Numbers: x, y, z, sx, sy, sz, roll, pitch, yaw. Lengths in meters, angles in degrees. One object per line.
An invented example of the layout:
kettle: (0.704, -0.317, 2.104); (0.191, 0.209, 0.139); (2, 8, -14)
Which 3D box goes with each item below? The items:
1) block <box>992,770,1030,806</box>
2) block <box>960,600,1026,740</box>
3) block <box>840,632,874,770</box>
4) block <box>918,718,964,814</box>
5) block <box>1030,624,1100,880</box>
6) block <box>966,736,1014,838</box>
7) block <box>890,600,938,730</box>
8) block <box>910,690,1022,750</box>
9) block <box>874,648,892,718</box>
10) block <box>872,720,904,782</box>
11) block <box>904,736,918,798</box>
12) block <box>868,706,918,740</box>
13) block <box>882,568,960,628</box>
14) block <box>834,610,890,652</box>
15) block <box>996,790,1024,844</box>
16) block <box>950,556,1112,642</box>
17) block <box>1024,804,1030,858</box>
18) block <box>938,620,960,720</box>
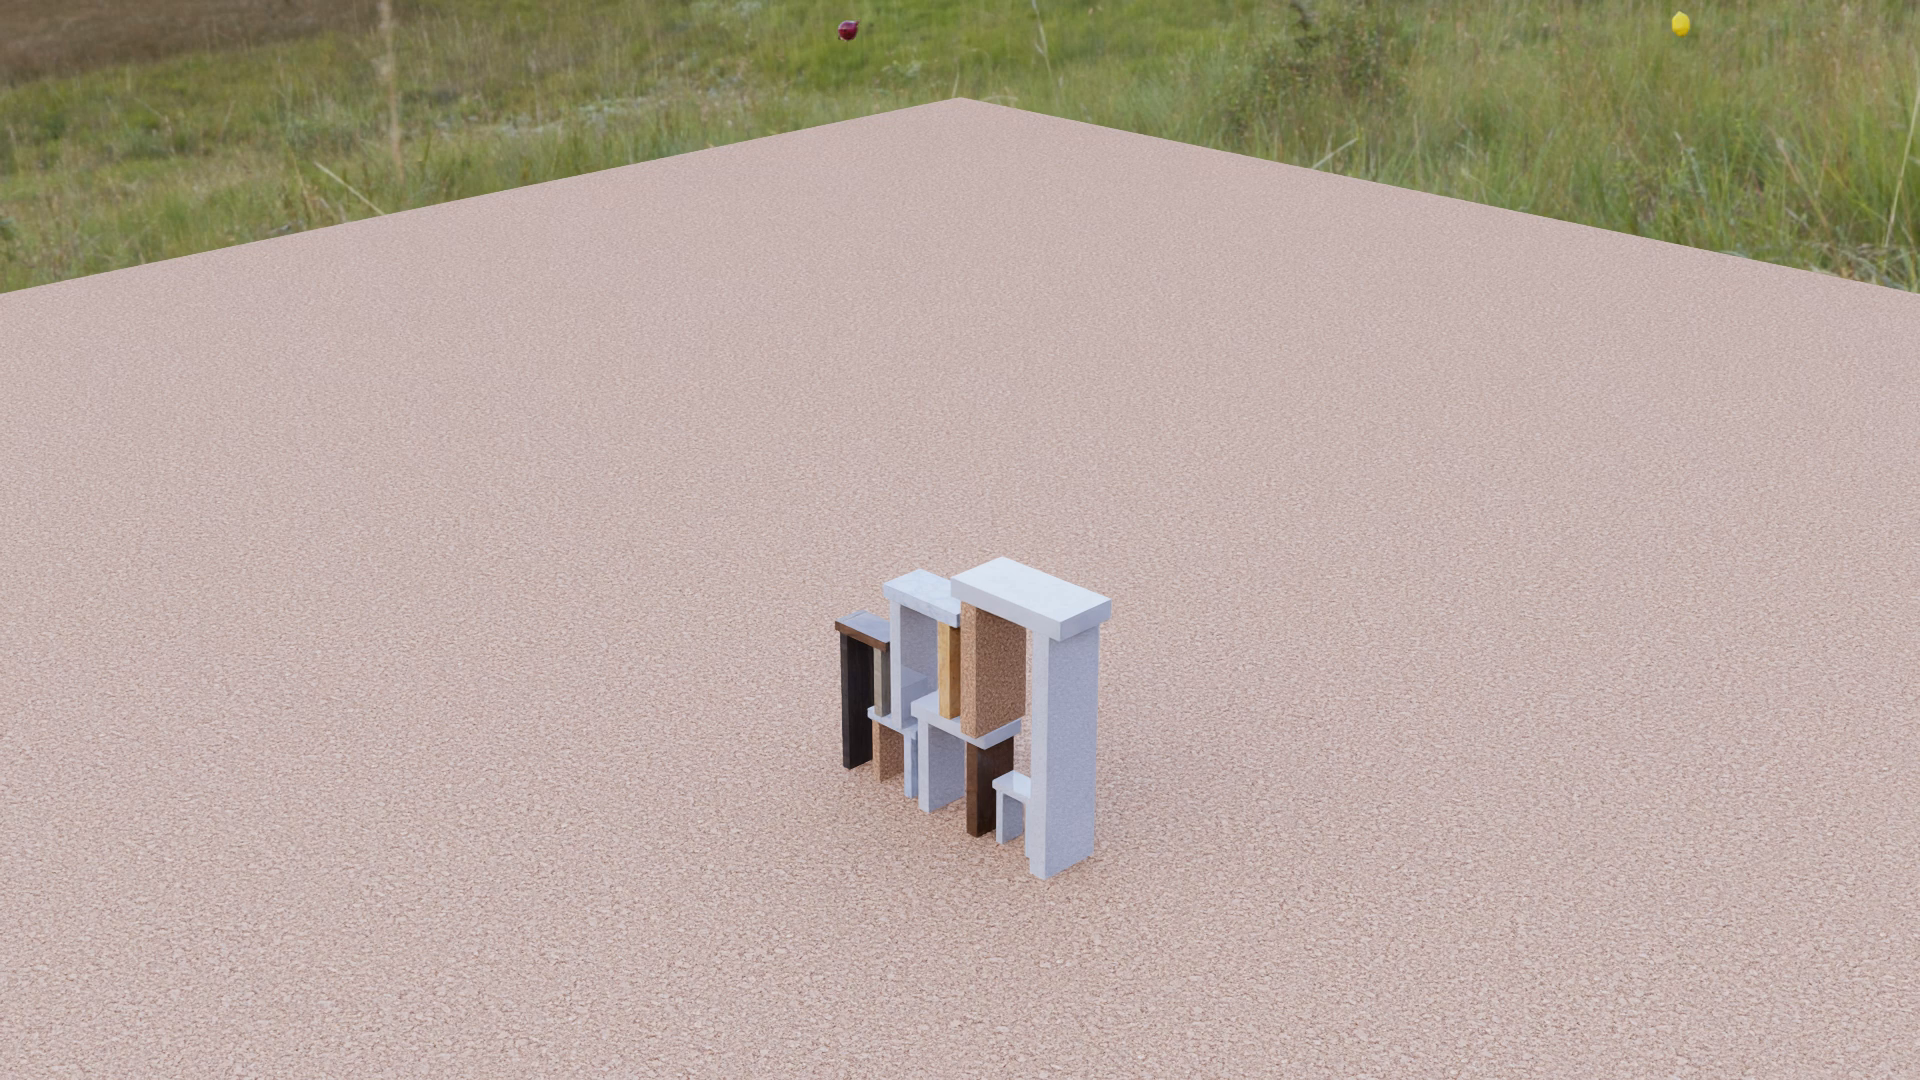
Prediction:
block: (0.126, 0.487, 4.293); (0.117, 0.017, 0.058); (21, 31, 41)
block: (0.065, 0.231, 4.255); (0.040, 0.282, 0.141); (21, 31, 41)
block: (-0.212, 0.325, 4.593); (0.022, 0.313, 0.076); (21, 31, 41)
block: (-0.037, 0.441, 4.458); (0.029, 0.206, 0.103); (21, 31, 41)
block: (0.198, 0.391, 4.178); (0.040, 0.517, 0.141); (21, 31, 41)
block: (0.060, 0.479, 4.369); (0.029, 0.206, 0.103); (21, 31, 41)
block: (-0.092, 0.237, 4.431); (0.103, 0.280, 0.029); (-21, 31, -41)
block: (0.011, 0.352, 4.367); (0.206, 0.029, 0.103); (21, 31, 41)
block: (-0.140, 0.279, 4.495); (0.022, 0.152, 0.076); (21, 31, 41)
block: (-0.149, 0.427, 4.573); (0.020, 0.141, 0.071); (21, 31, 41)
block: (-0.082, 0.453, 4.511); (0.020, 0.141, 0.071); (21, 31, 41)
block: (-0.115, 0.366, 4.510); (0.141, 0.020, 0.071); (21, 31, 41)
block: (-0.043, 0.114, 4.325); (0.103, 0.029, 0.206); (-21, 31, -40)
block: (-0.176, 0.185, 4.494); (0.076, 0.022, 0.152); (-21, 31, -41)
block: (0.098, 0.537, 4.345); (0.017, 0.117, 0.058); (21, 31, 41)
block: (0.132, 0.108, 4.131); (0.282, 0.040, 0.141); (21, 31, 41)
block: (0.153, 0.559, 4.294); (0.017, 0.117, 0.058); (21, 31, 41)
block: (0.006, 0.241, 4.327); (0.029, 0.206, 0.103); (21, 31, 41)
